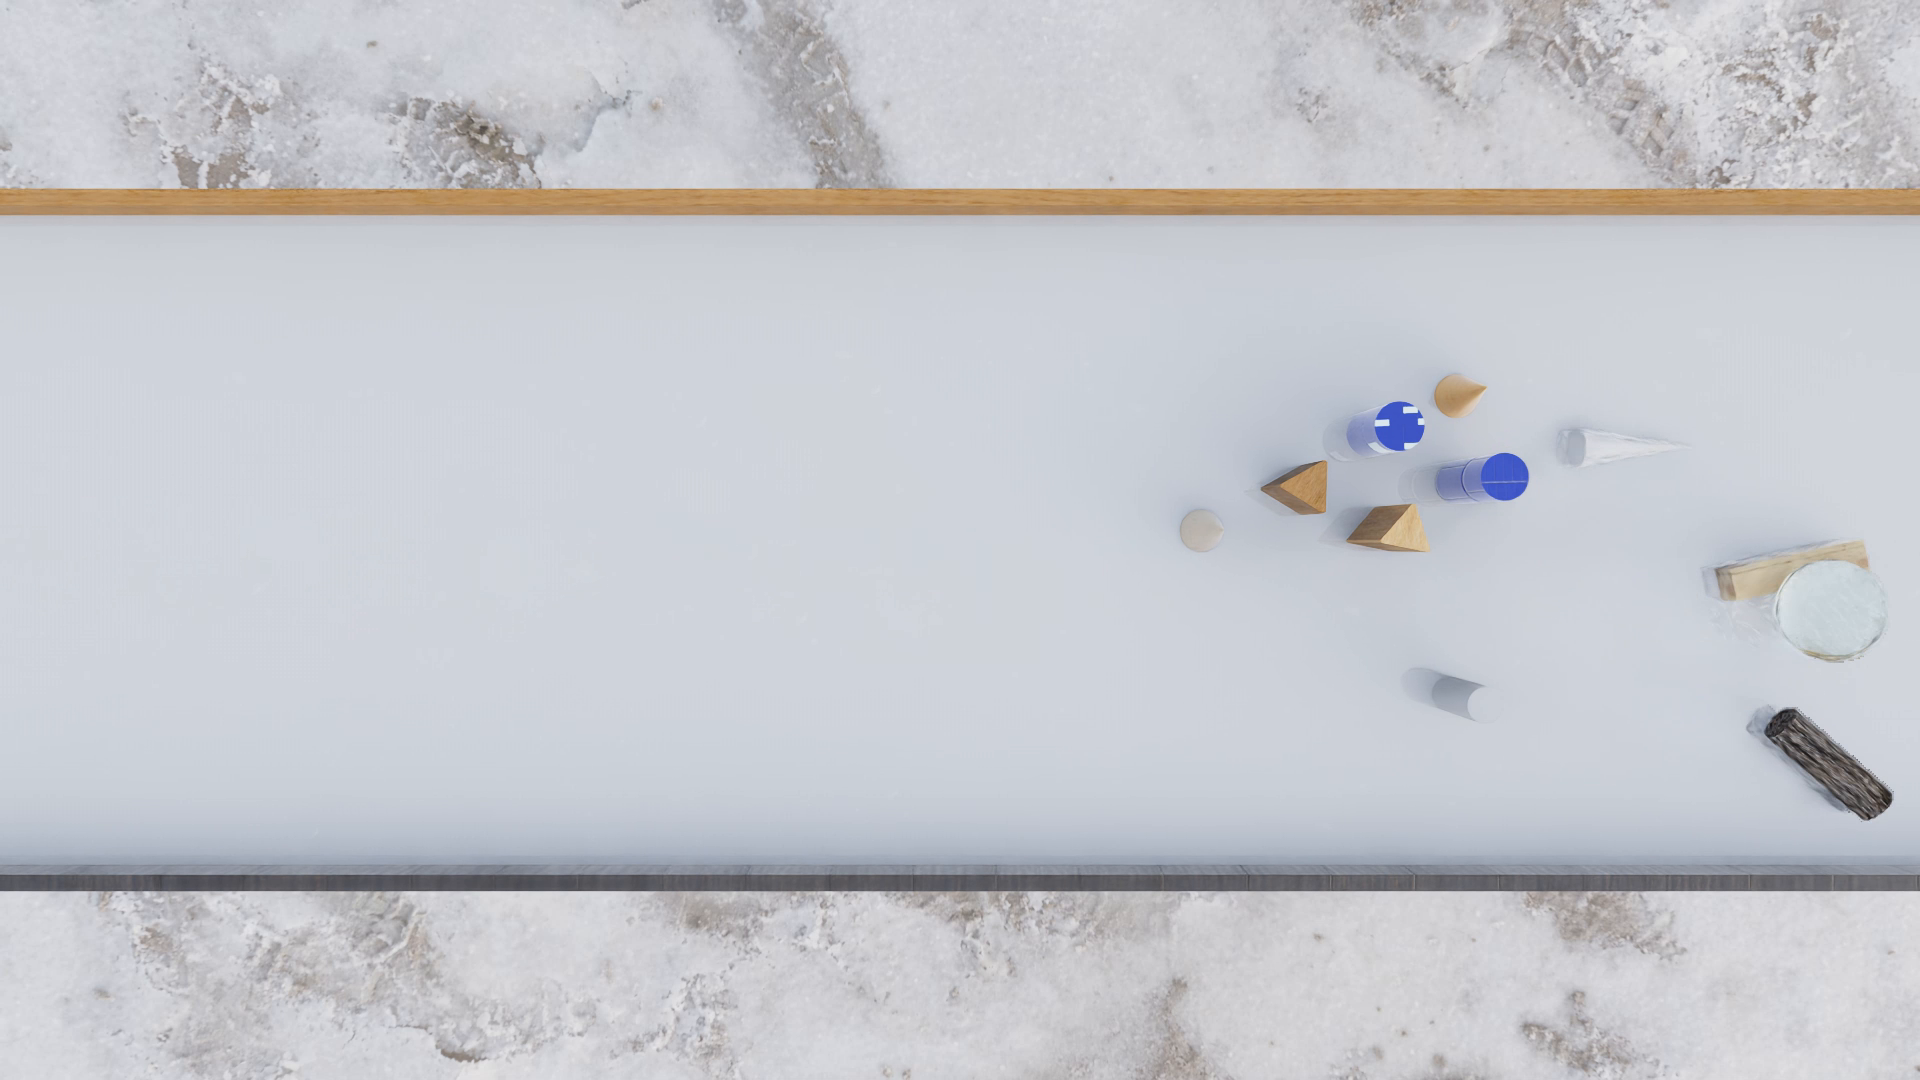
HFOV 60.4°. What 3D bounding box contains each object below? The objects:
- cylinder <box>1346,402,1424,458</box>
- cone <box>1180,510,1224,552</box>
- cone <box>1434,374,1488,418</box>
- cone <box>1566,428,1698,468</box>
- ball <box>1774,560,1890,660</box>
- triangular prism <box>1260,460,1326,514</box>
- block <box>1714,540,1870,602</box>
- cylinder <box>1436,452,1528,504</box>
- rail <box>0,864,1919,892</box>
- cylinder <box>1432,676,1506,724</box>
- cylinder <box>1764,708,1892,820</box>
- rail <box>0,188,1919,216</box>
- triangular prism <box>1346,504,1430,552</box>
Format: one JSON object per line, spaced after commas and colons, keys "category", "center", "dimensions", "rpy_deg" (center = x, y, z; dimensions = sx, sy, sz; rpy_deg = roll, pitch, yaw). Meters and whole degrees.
{"category": "cylinder", "center": [1.262, -0.327, 4.904], "dimensions": [0.143, 0.344, 0.143], "rpy_deg": [0, 90, 0]}
{"category": "cone", "center": [0.743, -0.028, 4.853], "dimensions": [0.133, 0.447, 0.133], "rpy_deg": [0, 90, 0]}
{"category": "cone", "center": [1.528, -0.443, 4.925], "dimensions": [0.136, 0.302, 0.136], "rpy_deg": [0, 90, 0]}
{"category": "cone", "center": [2.073, -0.284, 5.047], "dimensions": [0.403, 0.121, 0.121], "rpy_deg": [-1, 90, -9]}
{"category": "ball", "center": [2.556, 0.205, 4.841], "dimensions": [0.299, 0.299, 0.299], "rpy_deg": [0, 90, 0]}
{"category": "triangular prism", "center": [1.023, -0.174, 4.920], "dimensions": [0.151, 0.314, 0.131], "rpy_deg": [32, 90, 0]}
{"category": "block", "center": [2.535, 0.091, 5.026], "dimensions": [0.412, 0.101, 0.101], "rpy_deg": [-12, 90, 0]}
{"category": "cylinder", "center": [1.531, -0.178, 4.856], "dimensions": [0.136, 0.442, 0.136], "rpy_deg": [0, 90, 0]}
{"category": "rail", "center": [-2.247, 1.025, 5.001], "dimensions": [12.000, 0.150, 0.050], "rpy_deg": [0, 90, 0]}
{"category": "cylinder", "center": [1.506, 0.473, 4.898], "dimensions": [0.108, 0.357, 0.108], "rpy_deg": [0, 90, 0]}
{"category": "cylinder", "center": [2.641, 0.682, 5.018], "dimensions": [0.386, 0.117, 0.117], "rpy_deg": [41, 90, 0]}
{"category": "rail", "center": [-2.247, -1.025, 5.002], "dimensions": [12.000, 0.150, 0.050], "rpy_deg": [0, 90, 0]}
{"category": "triangular prism", "center": [1.271, -0.042, 4.867], "dimensions": [0.142, 0.418, 0.123], "rpy_deg": [11, 90, 0]}
